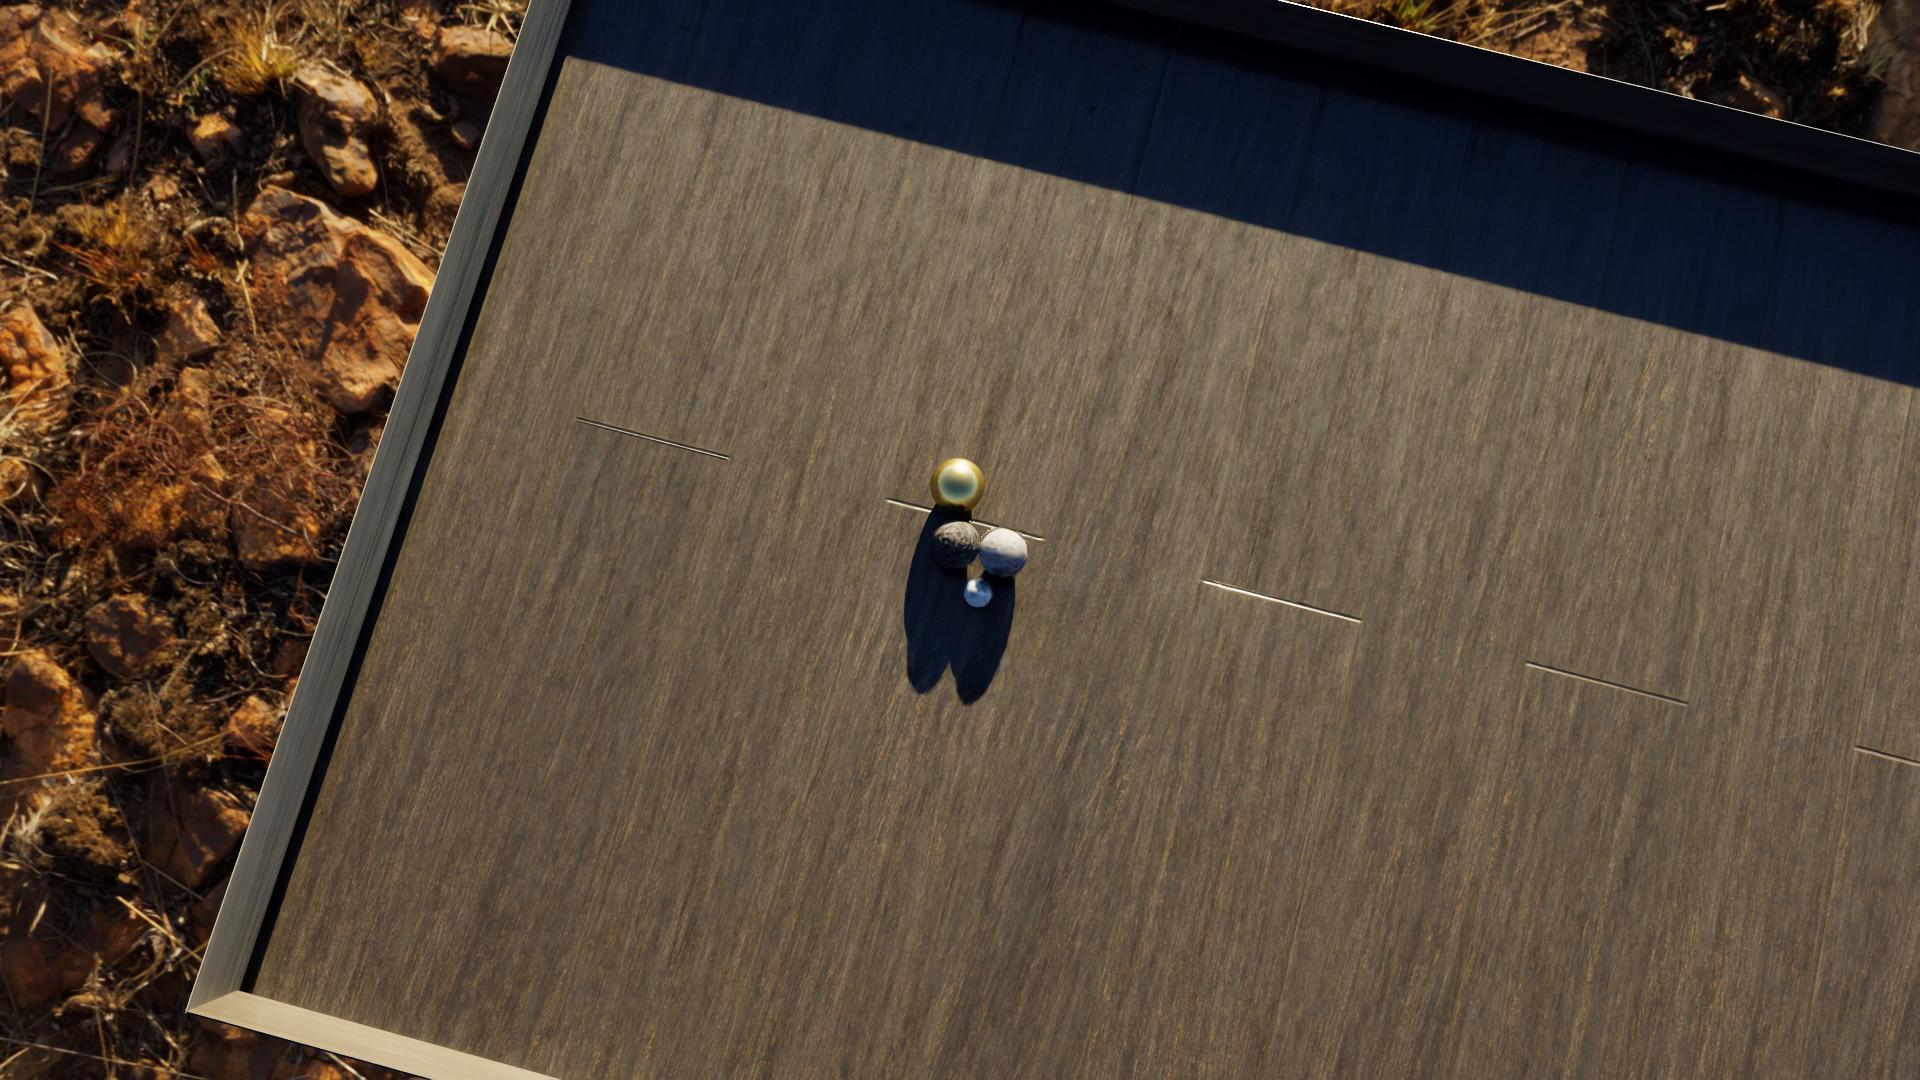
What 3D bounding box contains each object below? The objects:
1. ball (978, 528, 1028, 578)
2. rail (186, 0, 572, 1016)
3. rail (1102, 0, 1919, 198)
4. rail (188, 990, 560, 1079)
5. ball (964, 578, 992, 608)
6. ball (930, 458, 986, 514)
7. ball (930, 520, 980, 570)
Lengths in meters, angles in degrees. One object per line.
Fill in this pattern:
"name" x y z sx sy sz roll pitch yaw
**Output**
"ball" 0.066 0.020 3.320 0.074 0.074 0.074 0 76 0
"rail" -0.822 -0.217 3.362 0.045 0.109 1.916 14 77 4
"rail" 1.084 -0.665 3.472 3.494 0.109 0.045 14 77 4
"rail" 0.605 1.089 3.041 3.494 0.109 0.045 14 77 4
"ball" 0.027 0.080 3.324 0.044 0.044 0.044 0 76 0
"ball" -0.004 -0.083 3.343 0.084 0.084 0.084 0 76 0
"ball" -0.008 0.006 3.325 0.076 0.076 0.076 0 76 0
